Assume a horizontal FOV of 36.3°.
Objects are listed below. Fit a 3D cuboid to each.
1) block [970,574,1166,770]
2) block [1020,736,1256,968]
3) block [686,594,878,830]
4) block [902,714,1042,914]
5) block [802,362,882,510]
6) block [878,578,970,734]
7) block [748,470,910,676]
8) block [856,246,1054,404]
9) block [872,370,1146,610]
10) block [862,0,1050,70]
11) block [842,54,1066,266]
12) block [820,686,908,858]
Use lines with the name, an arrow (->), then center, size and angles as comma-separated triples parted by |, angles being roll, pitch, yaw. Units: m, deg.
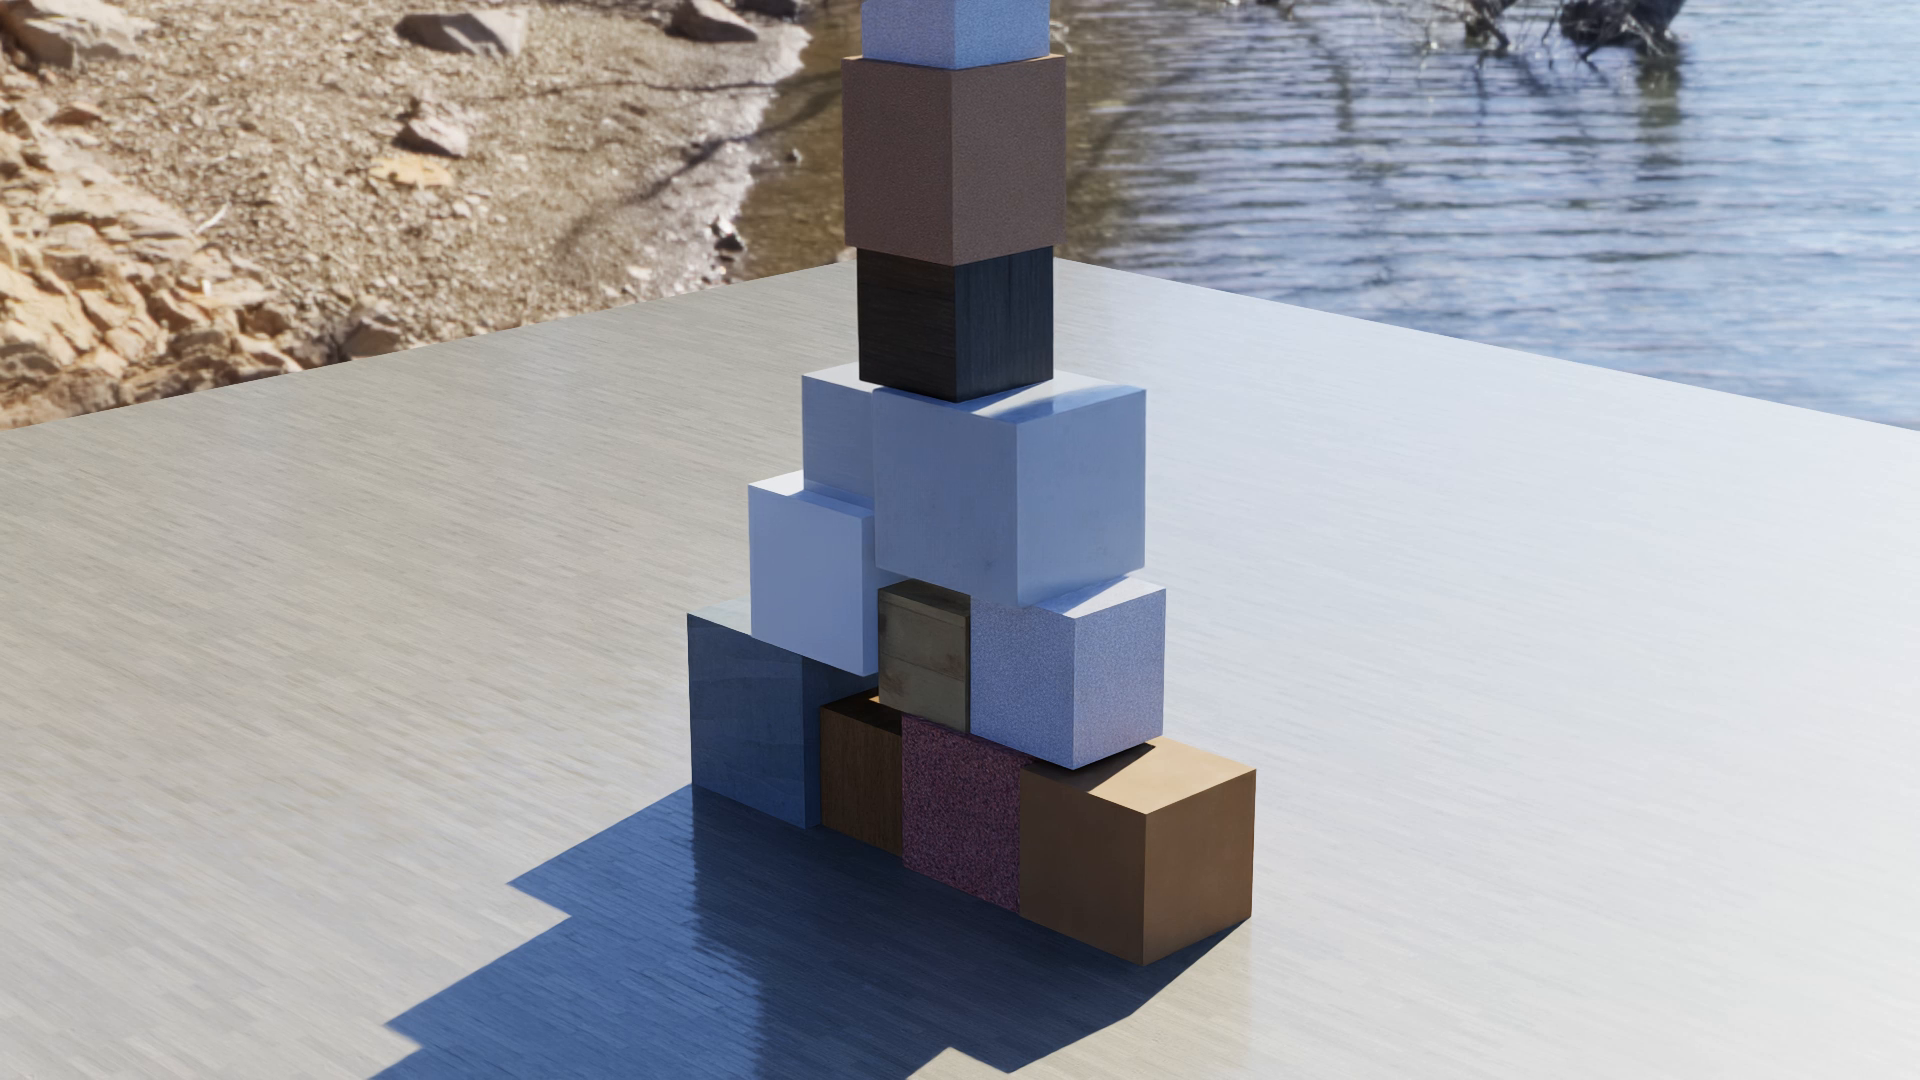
block -> 0.477, 0.537, 13.006 | 0.590, 0.693, 0.626 | -17, 24, -42
block -> 0.780, 1.334, 12.922 | 0.726, 0.706, 0.733 | -17, 24, -42
block -> -0.740, 0.777, 14.391 | 0.830, 0.888, 0.836 | -17, 24, -42
block -> 0.266, 1.152, 13.441 | 0.753, 0.742, 0.751 | -17, 24, -42
block -> -0.319, -0.494, 13.516 | 0.567, 0.549, 0.589 | -17, 24, -42
block -> 0.039, 0.480, 13.423 | 0.605, 0.551, 0.560 | -17, 24, -42
block -> -0.439, 0.099, 13.807 | 0.785, 0.757, 0.774 | -17, 24, -42
block -> -0.019, -1.012, 13.026 | 0.615, 0.614, 0.617 | -17, 23, -42
block -> 0.220, -0.271, 13.052 | 0.824, 0.822, 0.886 | -17, 23, -42
block -> -0.021, -2.390, 12.621 | 0.579, 0.615, 0.571 | -17, 23, -42
block -> -0.024, -1.699, 12.820 | 0.702, 0.821, 0.676 | -17, 23, -42
block -> -0.221, 1.070, 13.934 | 0.633, 0.603, 0.618 | -17, 24, -42
